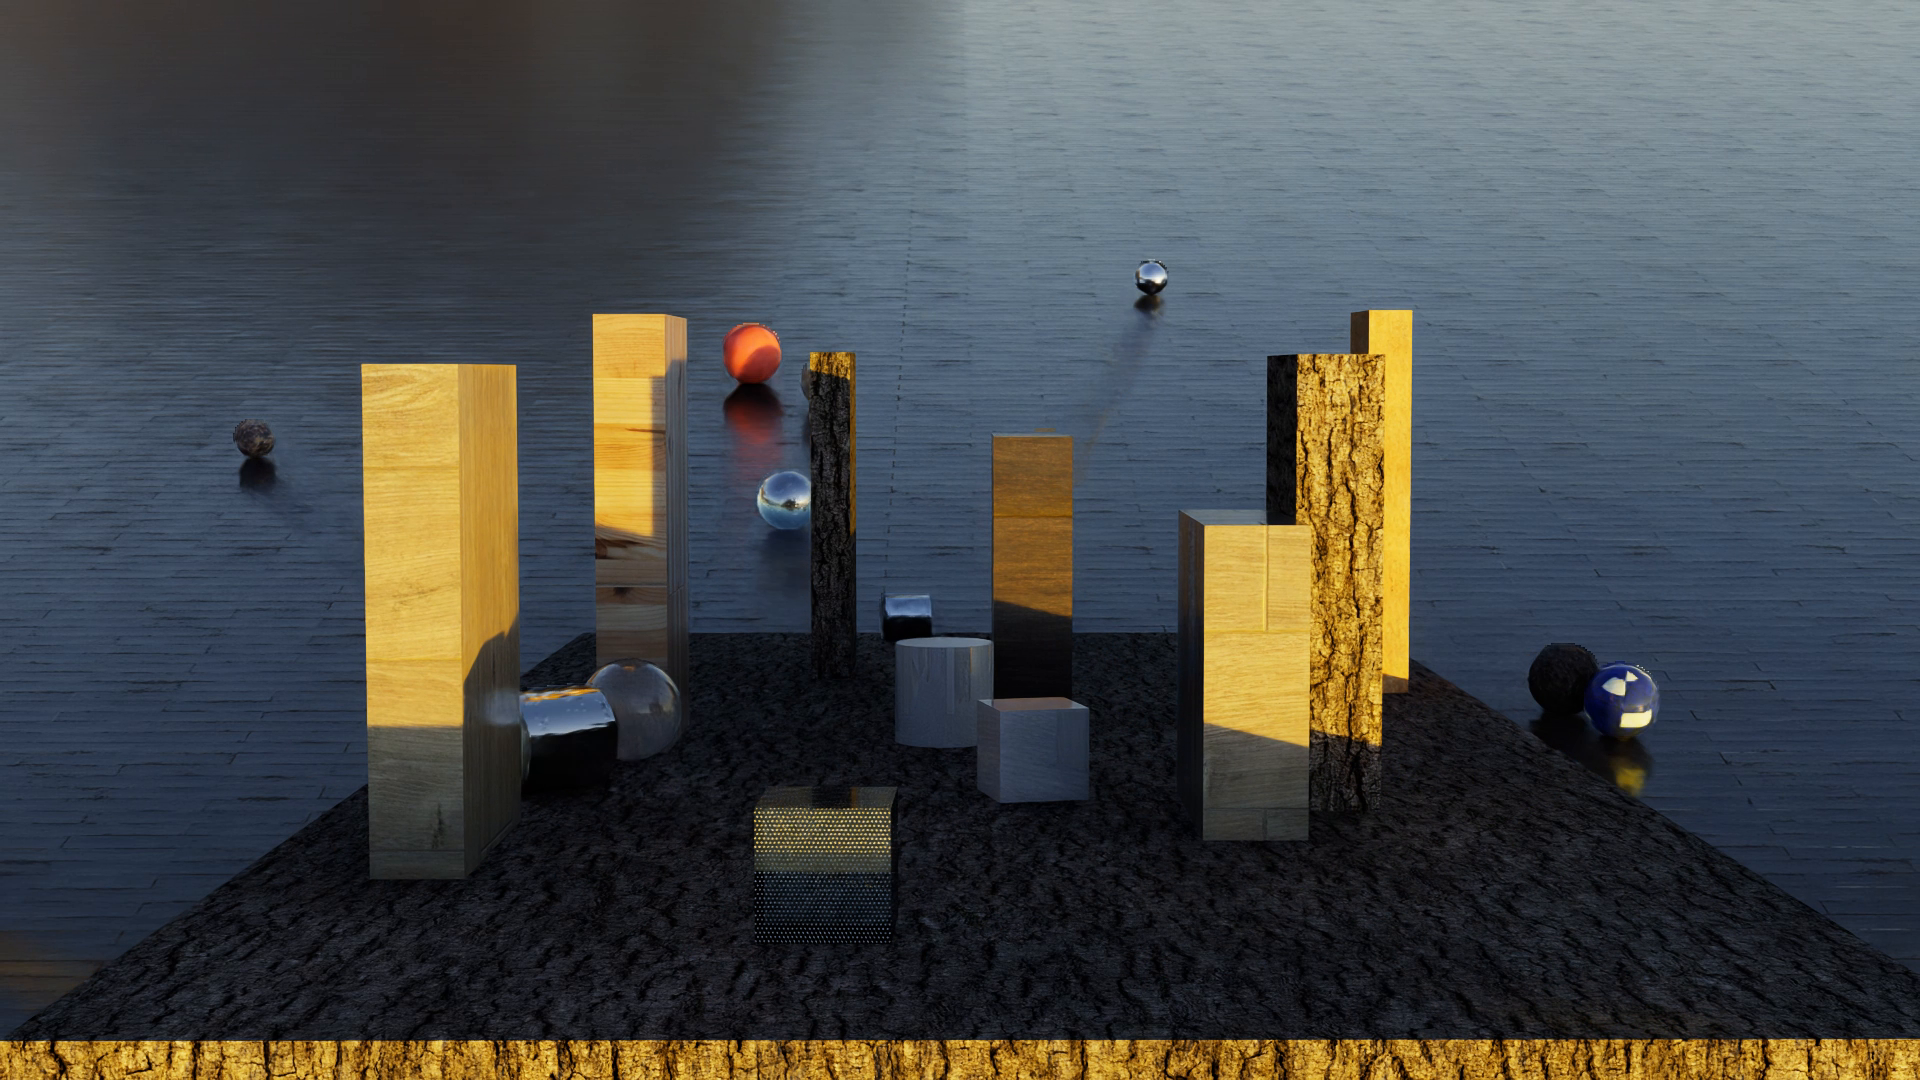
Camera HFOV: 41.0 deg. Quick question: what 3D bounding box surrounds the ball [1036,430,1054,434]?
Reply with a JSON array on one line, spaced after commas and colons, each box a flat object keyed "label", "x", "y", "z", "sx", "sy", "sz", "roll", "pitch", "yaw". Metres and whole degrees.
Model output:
[{"label": "ball", "x": 0.269, "y": -0.285, "z": 8.098, "sx": 0.120, "sy": 0.120, "sz": 0.120, "roll": 0, "pitch": 20, "yaw": 0}]

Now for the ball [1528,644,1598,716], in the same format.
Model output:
[{"label": "ball", "x": 1.474, "y": 0.341, "z": 6.262, "sx": 0.172, "sy": 0.172, "sz": 0.172, "roll": 0, "pitch": 20, "yaw": 0}]

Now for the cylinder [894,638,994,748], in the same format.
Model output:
[{"label": "cylinder", "x": -0.028, "y": 0.272, "z": 4.602, "sx": 0.177, "sy": 0.177, "sz": 0.177, "roll": 0, "pitch": 4, "yaw": 0}]

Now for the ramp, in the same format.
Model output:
[{"label": "ramp", "x": 0.046, "y": 0.415, "z": 4.536, "sx": 2.000, "sy": 0.100, "sz": 4.000, "roll": 0, "pitch": 4, "yaw": 0}]

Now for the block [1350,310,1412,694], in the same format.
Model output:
[{"label": "block", "x": 0.878, "y": -0.085, "z": 5.383, "sx": 0.088, "sy": 0.786, "sz": 0.246, "roll": 0, "pitch": 4, "yaw": 0}]

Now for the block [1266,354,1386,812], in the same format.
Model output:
[{"label": "block", "x": 0.567, "y": 0.054, "z": 4.024, "sx": 0.131, "sy": 0.686, "sz": 0.369, "roll": 0, "pitch": 4, "yaw": 0}]

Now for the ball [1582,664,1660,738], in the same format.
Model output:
[{"label": "ball", "x": 1.579, "y": 0.385, "z": 6.129, "sx": 0.177, "sy": 0.177, "sz": 0.177, "roll": 0, "pitch": 20, "yaw": 0}]

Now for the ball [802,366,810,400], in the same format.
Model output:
[{"label": "ball", "x": -0.458, "y": -0.534, "z": 8.734, "sx": 0.164, "sy": 0.164, "sz": 0.164, "roll": 0, "pitch": 20, "yaw": 0}]

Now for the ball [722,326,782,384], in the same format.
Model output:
[{"label": "ball", "x": -0.730, "y": -0.649, "z": 8.994, "sx": 0.205, "sy": 0.205, "sz": 0.205, "roll": 0, "pitch": 20, "yaw": 0}]

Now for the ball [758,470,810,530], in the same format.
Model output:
[{"label": "ball", "x": -0.508, "y": -0.116, "z": 7.542, "sx": 0.175, "sy": 0.175, "sz": 0.175, "roll": 0, "pitch": 20, "yaw": 0}]

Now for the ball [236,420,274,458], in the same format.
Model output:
[{"label": "ball", "x": -2.251, "y": -0.321, "z": 8.199, "sx": 0.120, "sy": 0.120, "sz": 0.120, "roll": 0, "pitch": 20, "yaw": 0}]

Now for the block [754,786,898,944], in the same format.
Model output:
[{"label": "block", "x": -0.156, "y": 0.383, "z": 3.039, "sx": 0.158, "sy": 0.158, "sz": 0.158, "roll": 0, "pitch": 4, "yaw": 2}]

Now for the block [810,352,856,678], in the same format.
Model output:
[{"label": "block", "x": -0.279, "y": -0.062, "z": 5.680, "sx": 0.085, "sy": 0.703, "sz": 0.320, "roll": 0, "pitch": 4, "yaw": 0}]

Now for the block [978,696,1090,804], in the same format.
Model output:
[{"label": "block", "x": 0.113, "y": 0.327, "z": 4.016, "sx": 0.142, "sy": 0.142, "sz": 0.142, "roll": -1, "pitch": 4, "yaw": -14}]

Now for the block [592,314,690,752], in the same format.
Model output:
[{"label": "block", "x": -0.569, "y": -0.021, "z": 4.616, "sx": 0.123, "sy": 0.759, "sz": 0.365, "roll": 0, "pitch": 4, "yaw": 0}]

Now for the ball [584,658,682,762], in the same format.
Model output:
[{"label": "ball", "x": -0.560, "y": 0.288, "z": 4.365, "sx": 0.176, "sy": 0.176, "sz": 0.176, "roll": 0, "pitch": 20, "yaw": 0}]

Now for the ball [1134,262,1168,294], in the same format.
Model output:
[{"label": "ball", "x": 0.760, "y": -1.039, "z": 10.203, "sx": 0.130, "sy": 0.130, "sz": 0.130, "roll": 0, "pitch": 20, "yaw": 0}]

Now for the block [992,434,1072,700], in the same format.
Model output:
[{"label": "block", "x": 0.137, "y": 0.067, "z": 4.959, "sx": 0.148, "sy": 0.539, "sz": 0.288, "roll": 0, "pitch": 4, "yaw": 0}]

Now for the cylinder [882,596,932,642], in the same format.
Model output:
[{"label": "cylinder", "x": -0.131, "y": 0.193, "z": 6.322, "sx": 0.111, "sy": 0.111, "sz": 0.111, "roll": -1, "pitch": 20, "yaw": -8}]

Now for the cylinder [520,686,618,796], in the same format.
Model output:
[{"label": "cylinder", "x": -0.652, "y": 0.316, "z": 4.042, "sx": 0.162, "sy": 0.162, "sz": 0.162, "roll": -3, "pitch": 17, "yaw": -43}]

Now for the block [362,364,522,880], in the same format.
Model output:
[{"label": "block", "x": -0.708, "y": 0.094, "z": 3.544, "sx": 0.123, "sy": 0.670, "sz": 0.441, "roll": 0, "pitch": 4, "yaw": 0}]

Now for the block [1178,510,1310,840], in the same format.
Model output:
[{"label": "block", "x": 0.416, "y": 0.188, "z": 3.817, "sx": 0.149, "sy": 0.445, "sz": 0.422, "roll": 0, "pitch": 4, "yaw": 0}]
